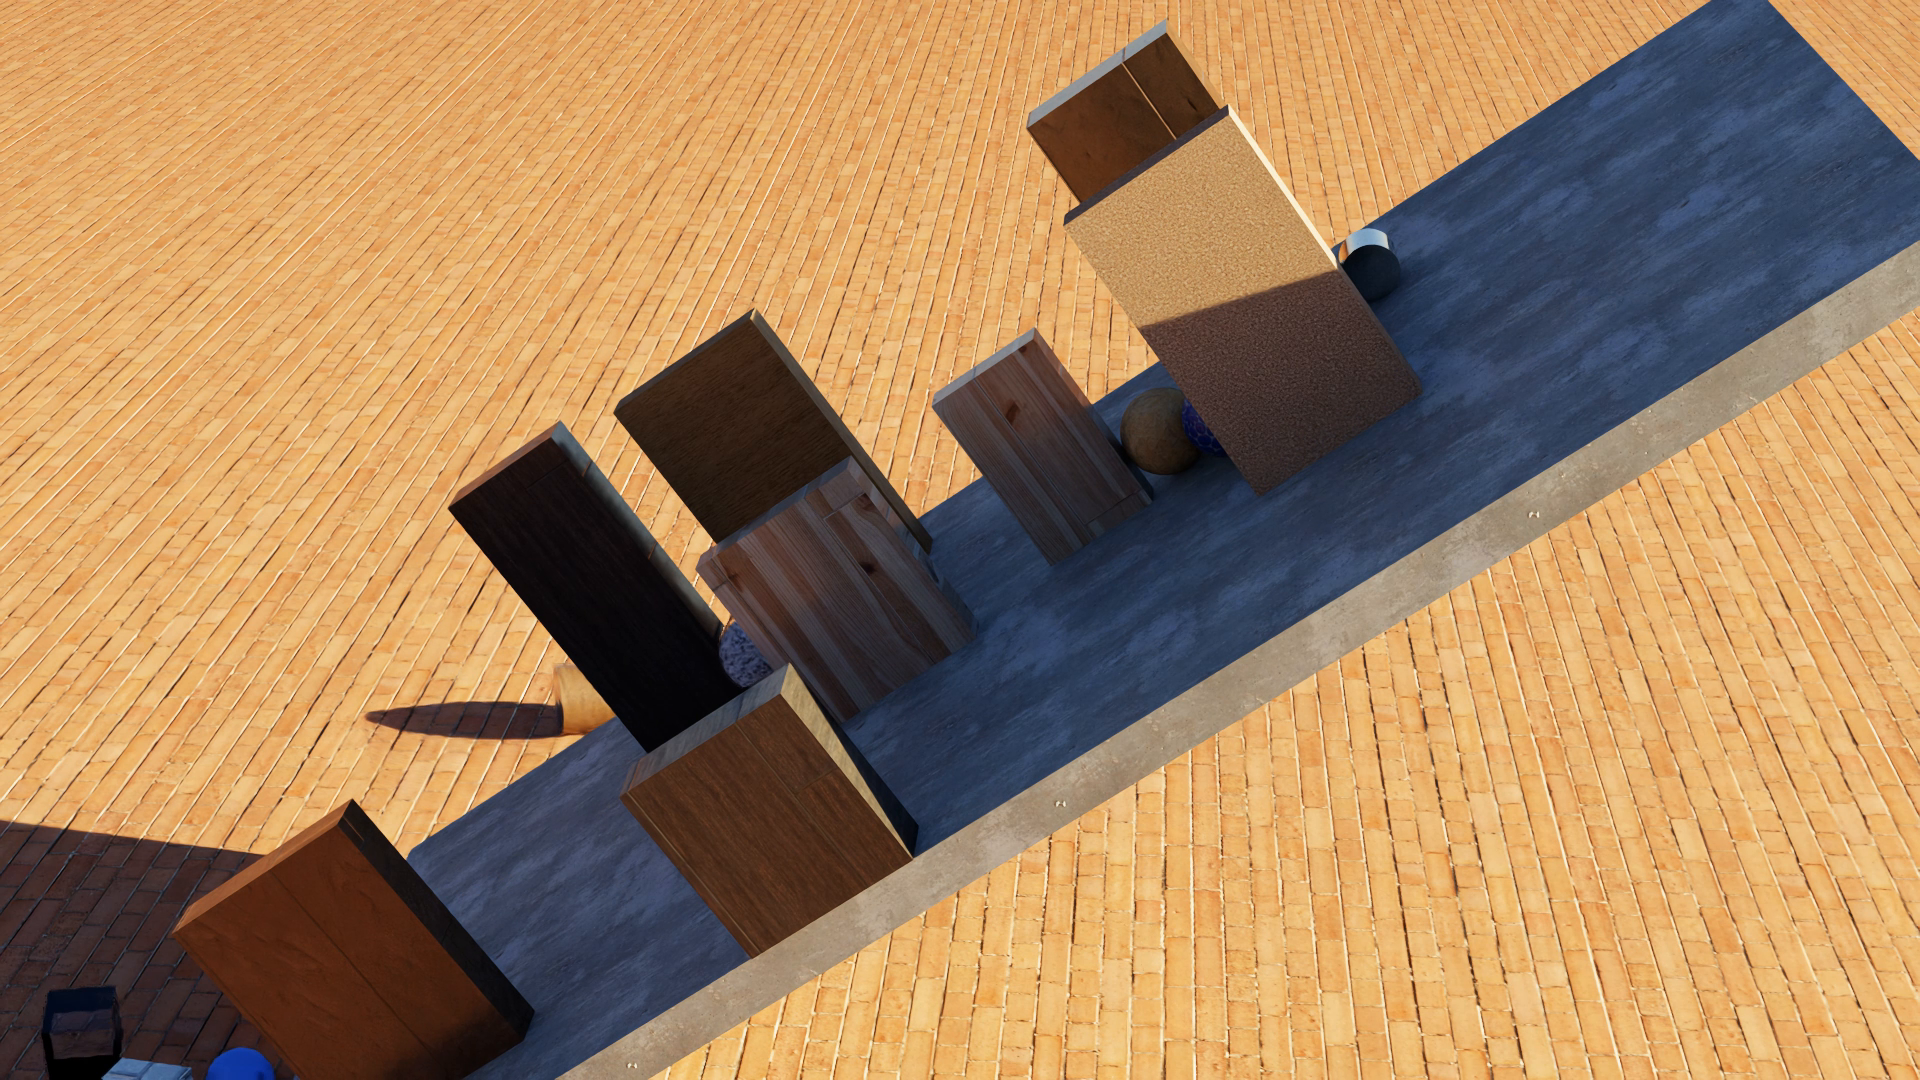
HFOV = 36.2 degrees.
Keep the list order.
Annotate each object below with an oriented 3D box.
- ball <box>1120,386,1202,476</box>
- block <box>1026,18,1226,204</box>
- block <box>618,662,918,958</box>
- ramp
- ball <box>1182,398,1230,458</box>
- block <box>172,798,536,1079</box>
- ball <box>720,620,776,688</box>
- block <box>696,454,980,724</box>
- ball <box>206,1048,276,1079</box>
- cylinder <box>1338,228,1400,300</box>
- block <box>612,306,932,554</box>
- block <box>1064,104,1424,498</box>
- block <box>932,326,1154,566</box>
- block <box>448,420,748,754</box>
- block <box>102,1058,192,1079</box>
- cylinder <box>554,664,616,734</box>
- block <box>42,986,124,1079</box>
[{"bbox_3d":[0.435,-0.232,6.275,0.189,0.189,0.189,0,22,0],"label":"ball"},{"bbox_3d":[0.514,-0.712,6.420,0.364,0.759,0.146,-33,16,15],"label":"block"},{"bbox_3d":[-0.352,0.505,5.466,0.375,0.407,0.137,-33,16,15],"label":"block"},{"bbox_3d":[0.134,0.175,6.310,4.000,0.100,2.000,-33,16,15],"label":"ramp"},{"bbox_3d":[0.549,-0.260,6.135,0.175,0.175,0.175,0,22,0],"label":"ball"},{"bbox_3d":[-1.228,0.880,5.972,0.443,0.588,0.117,-33,16,15],"label":"block"},{"bbox_3d":[-0.471,0.260,6.872,0.180,0.180,0.180,0,22,0],"label":"ball"},{"bbox_3d":[-0.260,0.120,6.275,0.403,0.464,0.085,-33,16,15],"label":"block"},{"bbox_3d":[-1.642,1.237,6.709,0.155,0.155,0.155,0,22,0],"label":"ball"},{"bbox_3d":[0.899,-0.605,6.457,0.127,0.127,0.127,1,22,4],"label":"cylinder"},{"bbox_3d":[-0.440,-0.150,6.992,0.408,0.710,0.092,-33,16,15],"label":"block"},{"bbox_3d":[0.556,-0.462,5.758,0.385,0.678,0.089,-33,16,15],"label":"block"},{"bbox_3d":[0.177,-0.197,6.272,0.264,0.441,0.086,-33,16,15],"label":"block"},{"bbox_3d":[-0.834,0.122,6.943,0.312,0.778,0.118,-33,16,15],"label":"block"},{"bbox_3d":[-1.827,1.286,6.563,0.172,0.172,0.172,5,22,13],"label":"block"},{"bbox_3d":[-1.073,0.457,8.601,0.203,0.203,0.203,-6,22,-14],"label":"cylinder"},{"bbox_3d":[-2.052,1.156,6.882,0.151,0.151,0.151,-3,33,-8],"label":"block"}]
